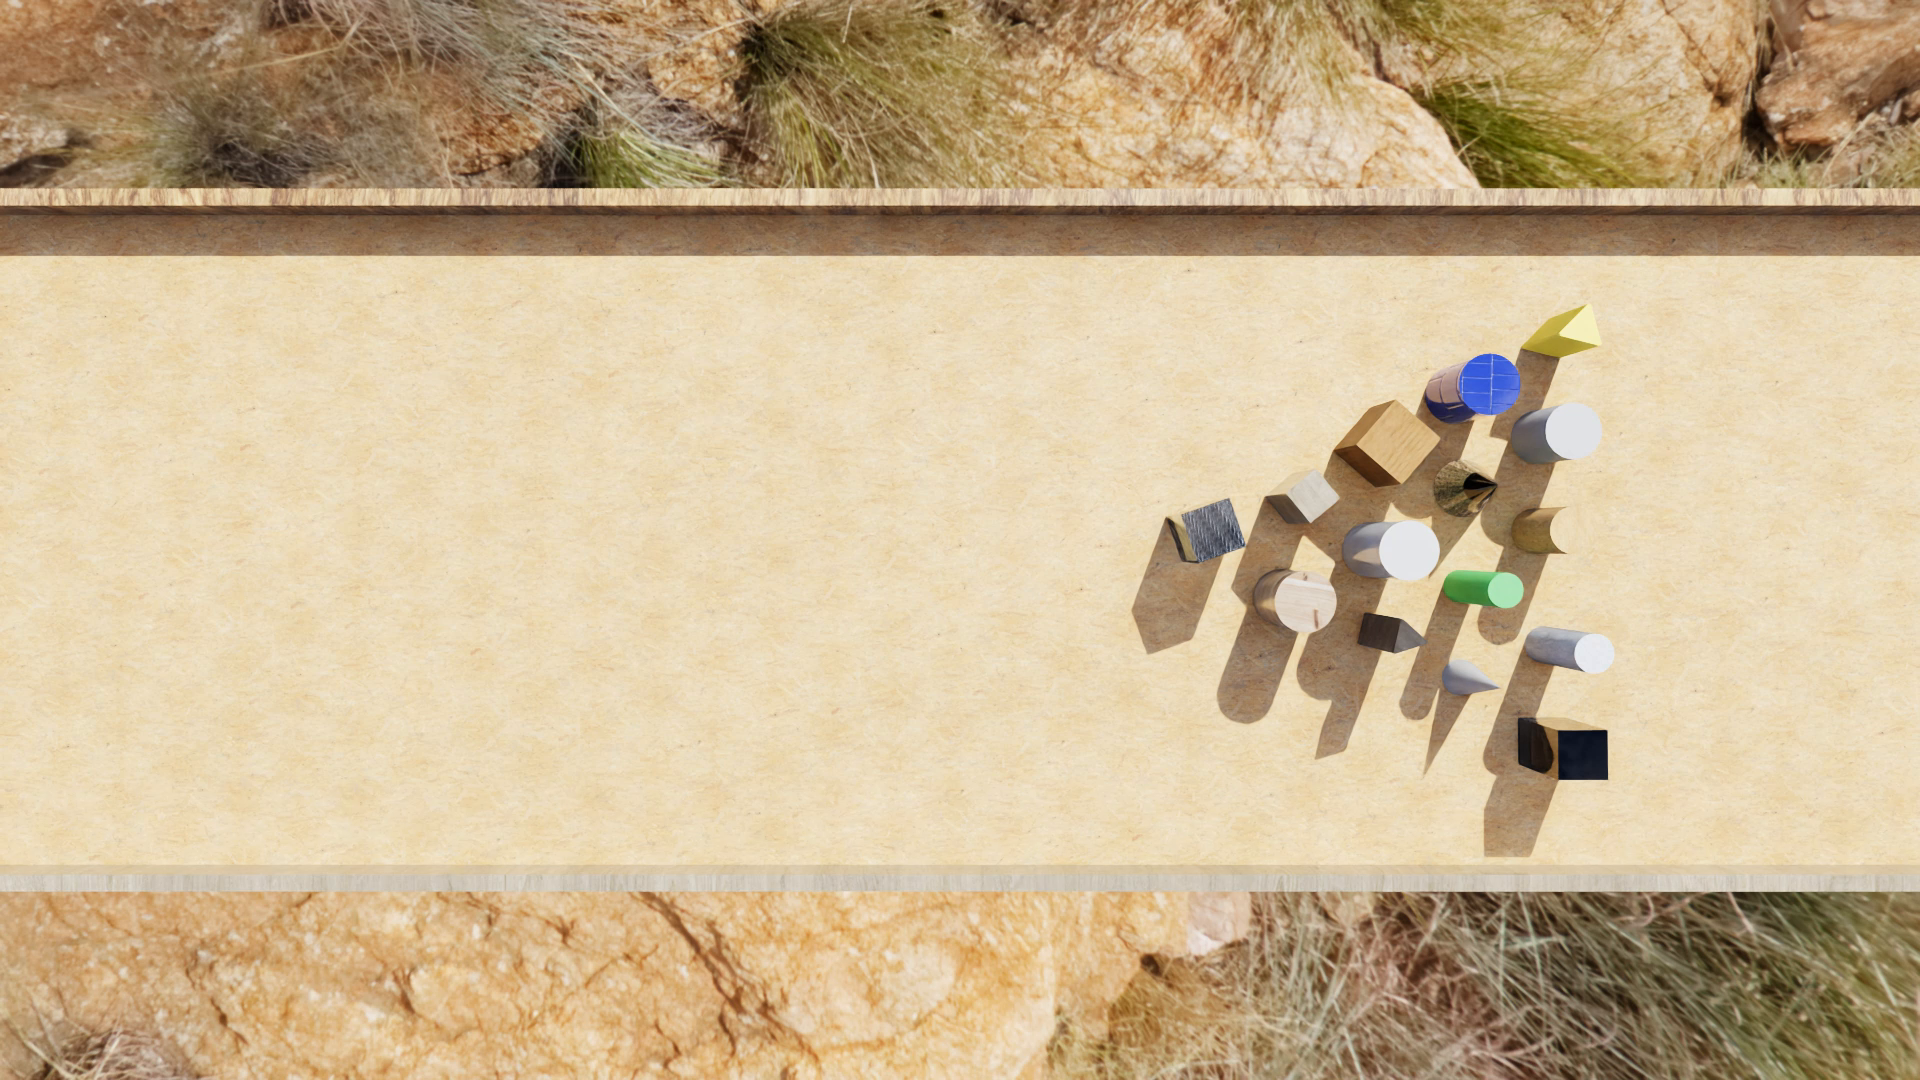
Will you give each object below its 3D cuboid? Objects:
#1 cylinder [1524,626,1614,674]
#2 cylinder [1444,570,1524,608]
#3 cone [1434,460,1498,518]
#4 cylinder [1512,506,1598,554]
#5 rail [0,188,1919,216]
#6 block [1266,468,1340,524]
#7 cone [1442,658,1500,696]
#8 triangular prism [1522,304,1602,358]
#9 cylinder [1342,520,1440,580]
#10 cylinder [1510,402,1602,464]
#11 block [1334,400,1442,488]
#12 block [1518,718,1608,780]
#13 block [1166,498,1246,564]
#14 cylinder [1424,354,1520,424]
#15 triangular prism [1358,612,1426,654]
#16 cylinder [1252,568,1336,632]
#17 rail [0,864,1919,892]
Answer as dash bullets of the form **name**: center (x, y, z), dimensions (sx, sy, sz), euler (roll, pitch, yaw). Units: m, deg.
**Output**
- **cylinder**: center (1.795, 0.322, 4.870), dimensions (0.113, 0.412, 0.113), euler (0, 90, 0)
- **cylinder**: center (1.537, 0.142, 4.861), dimensions (0.100, 0.432, 0.100), euler (0, 90, 0)
- **cone**: center (1.546, -0.159, 4.908), dimensions (0.177, 0.338, 0.177), euler (0, 90, 0)
- **cylinder**: center (1.766, -0.028, 4.909), dimensions (0.138, 0.335, 0.138), euler (0, 90, 0)
- **rail**: center (-2.247, -1.025, 5.002), dimensions (12.000, 0.150, 0.050), euler (0, 90, 0)
- **block**: center (1.015, -0.127, 4.909), dimensions (0.111, 0.335, 0.111), euler (-40, 90, 0)
- **cone**: center (1.540, 0.422, 4.885), dimensions (0.113, 0.382, 0.113), euler (0, 90, 0)
- **triangular prism**: center (1.802, -0.629, 4.916), dimensions (0.124, 0.321, 0.107), euler (15, 90, 0)
- **cylinder**: center (1.260, 0.030, 4.851), dimensions (0.169, 0.450, 0.169), euler (0, 90, 0)
- **cylinder**: center (1.777, -0.316, 4.926), dimensions (0.164, 0.301, 0.164), euler (0, 90, 0)
- **block**: center (1.270, -0.285, 4.925), dimensions (0.175, 0.304, 0.175), euler (41, 90, 0)
- **block**: center (1.790, 0.618, 4.907), dimensions (0.143, 0.340, 0.143), euler (0, 90, 0)
- **block**: center (0.728, -0.027, 4.906), dimensions (0.149, 0.342, 0.149), euler (-19, 90, 0)
- **cylinder**: center (1.519, -0.446, 4.903), dimensions (0.177, 0.348, 0.177), euler (0, 90, 0)
- **triangular prism**: center (1.260, 0.264, 4.865), dimensions (0.099, 0.423, 0.086), euler (-18, 90, 0)
- **cylinder**: center (0.989, 0.177, 4.898), dimensions (0.177, 0.357, 0.177), euler (0, 90, 0)
- **rail**: center (-2.247, 1.025, 5.001), dimensions (12.000, 0.150, 0.050), euler (0, 90, 0)
